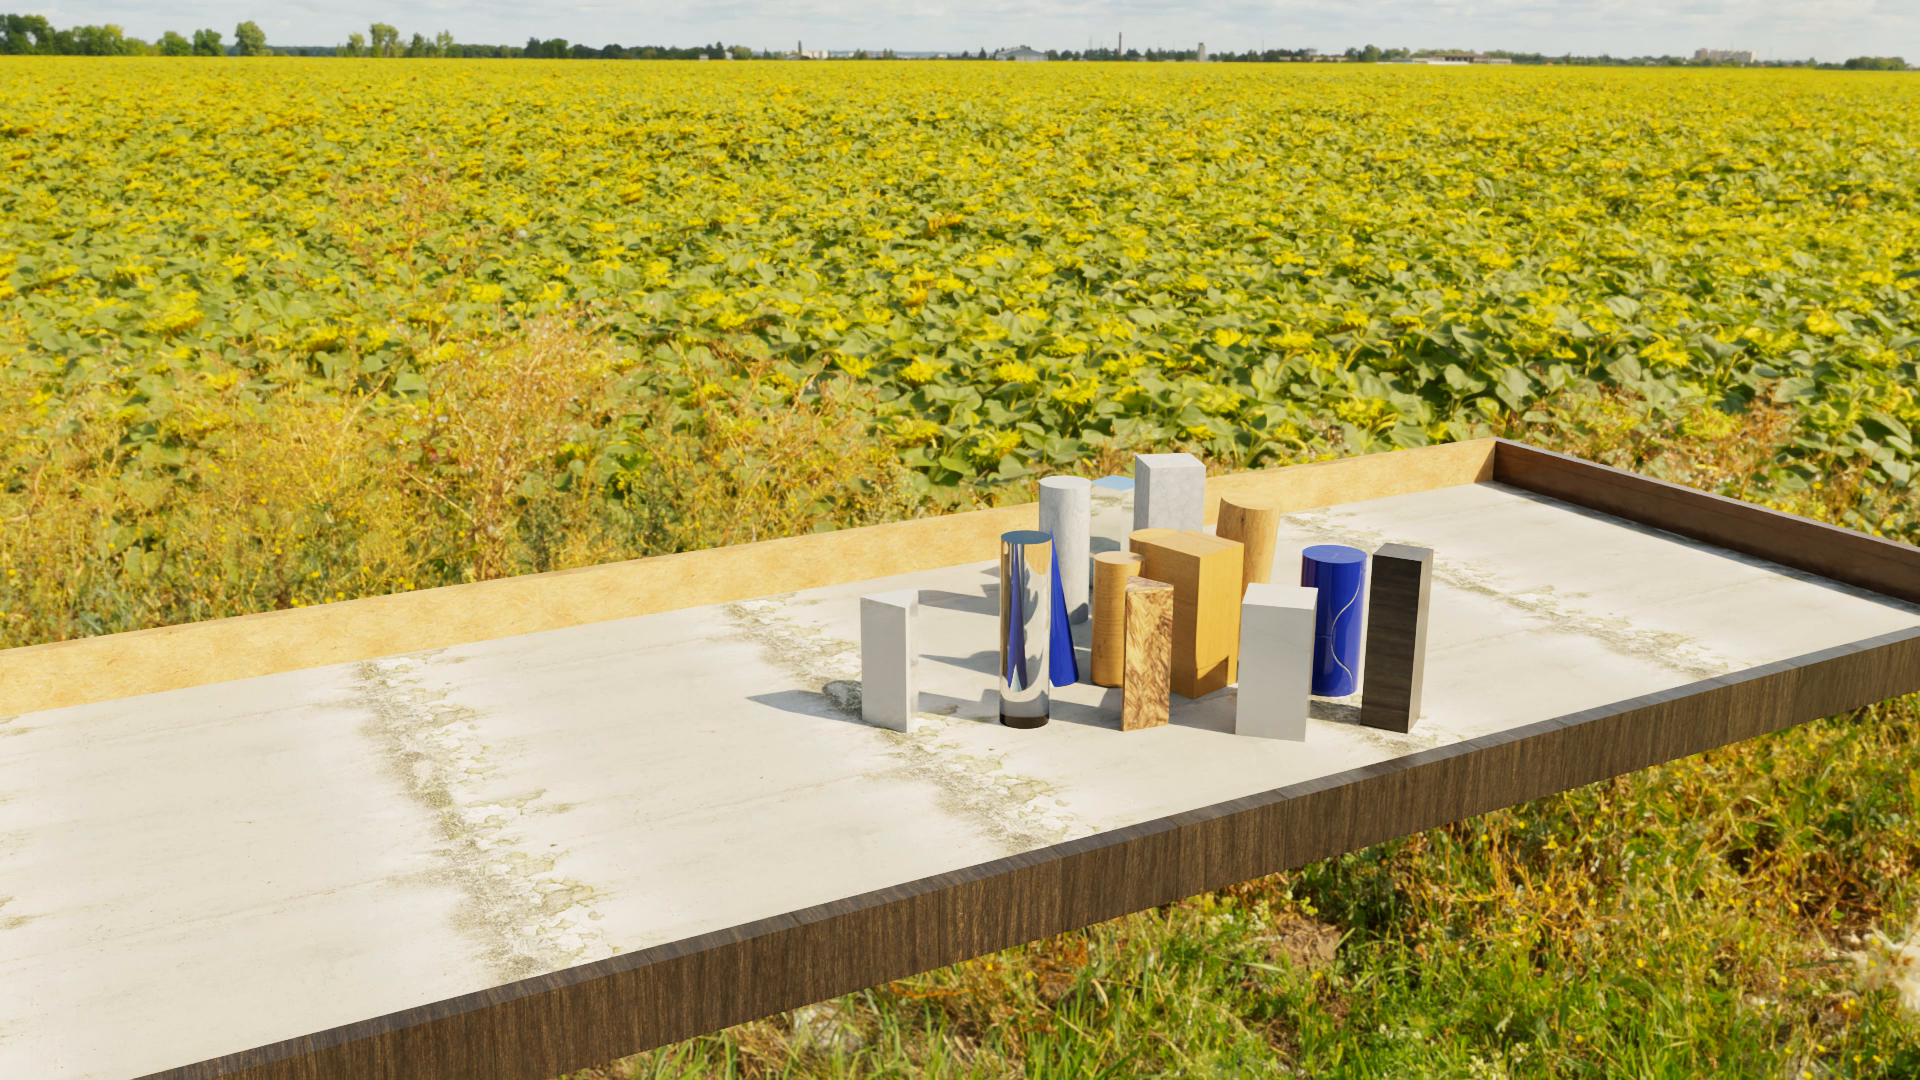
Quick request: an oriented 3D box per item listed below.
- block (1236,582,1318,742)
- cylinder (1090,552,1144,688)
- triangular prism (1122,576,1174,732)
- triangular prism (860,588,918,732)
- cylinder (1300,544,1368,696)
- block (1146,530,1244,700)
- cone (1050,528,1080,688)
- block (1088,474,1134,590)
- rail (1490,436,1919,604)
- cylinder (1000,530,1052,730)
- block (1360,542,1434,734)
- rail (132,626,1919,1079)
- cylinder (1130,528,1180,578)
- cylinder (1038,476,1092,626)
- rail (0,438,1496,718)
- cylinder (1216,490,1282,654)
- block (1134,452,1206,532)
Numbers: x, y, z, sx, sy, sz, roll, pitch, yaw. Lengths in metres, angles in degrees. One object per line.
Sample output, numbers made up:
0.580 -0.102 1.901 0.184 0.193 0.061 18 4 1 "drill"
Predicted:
0.735 0.282 3.826 0.159 0.321 0.159 4 17 15 "block"
0.392 0.197 4.115 0.125 0.317 0.125 1 14 0 "cylinder"
0.416 0.261 3.858 0.121 0.343 0.105 -6 17 -20 "triangular prism"
-0.139 0.276 3.872 0.141 0.307 0.122 12 20 35 "triangular prism"
0.914 0.198 4.071 0.156 0.343 0.156 0 16 0 "cylinder"
0.575 0.182 4.088 0.168 0.364 0.168 -15 22 -41 "block"
0.225 0.156 4.124 0.155 0.394 0.155 0 16 0 "cone"
0.459 -0.015 4.846 0.137 0.316 0.137 15 22 41 "block"
2.466 -0.048 5.253 0.050 0.150 2.100 -9 18 -27 "rail"
0.152 0.209 3.844 0.119 0.450 0.119 0 16 0 "cylinder"
1.016 0.228 3.838 0.112 0.419 0.112 9 19 28 "block"
-2.336 1.006 1.665 12.000 0.150 0.050 -9 18 -27 "rail"
0.518 0.138 4.327 0.148 0.310 0.148 -1 15 0 "cylinder"
0.288 0.029 4.565 0.143 0.390 0.143 0 16 0 "cylinder"
-3.305 0.497 3.399 12.000 0.150 0.050 -9 18 -27 "rail"
0.735 0.084 4.323 0.157 0.406 0.157 4 21 -2 "cylinder"
0.577 -0.007 4.592 0.155 0.443 0.155 -3 17 -9 "block"
